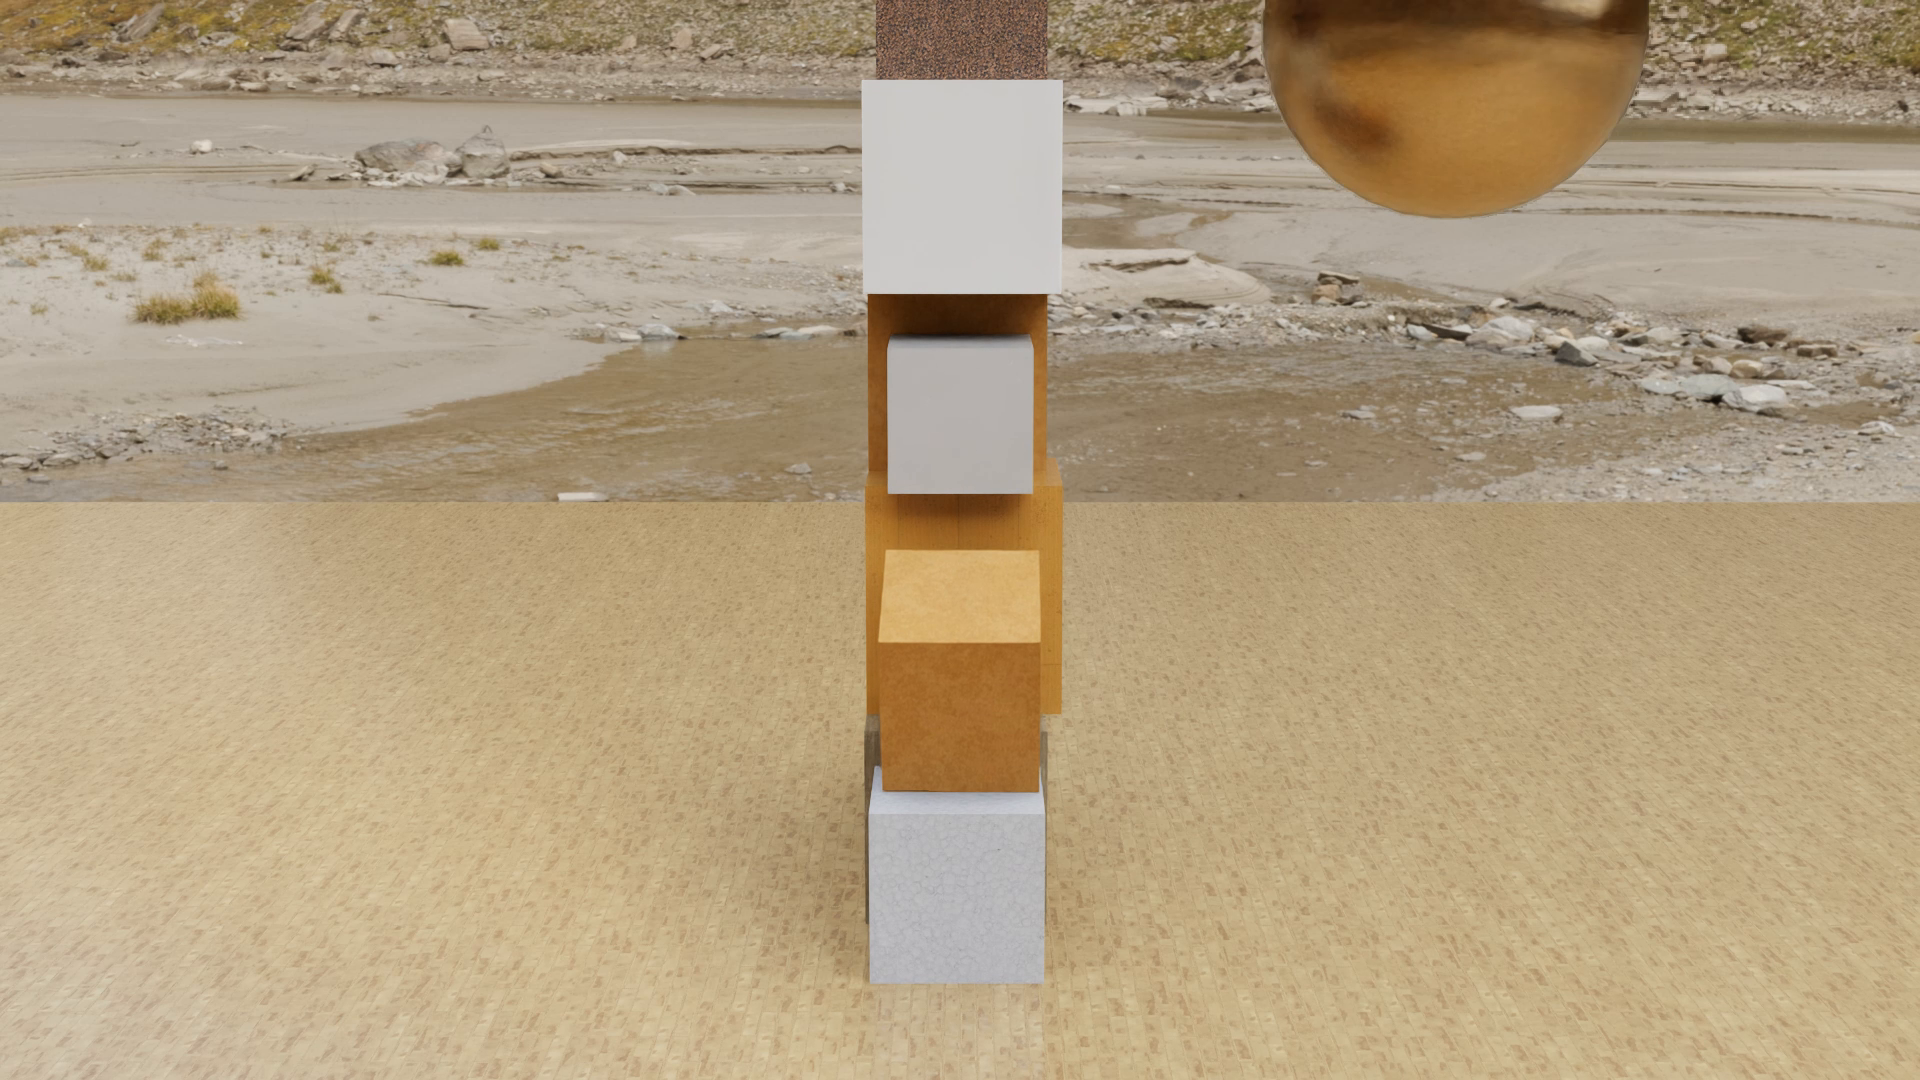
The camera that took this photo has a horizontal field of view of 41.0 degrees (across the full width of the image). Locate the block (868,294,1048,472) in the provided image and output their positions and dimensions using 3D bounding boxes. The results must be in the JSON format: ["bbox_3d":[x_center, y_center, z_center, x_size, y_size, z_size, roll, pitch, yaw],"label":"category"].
[{"bbox_3d":[-0.011,-0.750,11.351,0.768,0.797,0.671,0,10,0],"label":"block"}]

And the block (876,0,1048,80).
[{"bbox_3d":[0.007,-2.306,10.761,0.702,0.739,0.612,0,10,0],"label":"block"}]

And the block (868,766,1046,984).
[{"bbox_3d":[-0.011,1.333,10.312,0.682,0.687,0.700,0,10,0],"label":"block"}]

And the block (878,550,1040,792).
[{"bbox_3d":[0.007,0.522,10.330,0.624,0.705,0.700,0,30,1],"label":"block"}]

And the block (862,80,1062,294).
[{"bbox_3d":[0.009,-1.515,10.905,0.818,0.869,0.807,0,10,0],"label":"block"}]

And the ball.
[{"bbox_3d":[2.074,-2.155,10.789,1.600,1.600,1.600,0,10,0],"label":"ball"}]

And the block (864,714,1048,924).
[{"bbox_3d":[-0.017,1.128,11.037,0.757,0.831,0.779,0,10,0],"label":"block"}]

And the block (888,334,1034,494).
[{"bbox_3d":[0.002,-0.536,10.737,0.594,0.595,0.594,0,10,0],"label":"block"}]

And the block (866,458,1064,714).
[{"bbox_3d":[0.017,0.184,11.174,0.825,0.978,0.811,0,10,0],"label":"block"}]
